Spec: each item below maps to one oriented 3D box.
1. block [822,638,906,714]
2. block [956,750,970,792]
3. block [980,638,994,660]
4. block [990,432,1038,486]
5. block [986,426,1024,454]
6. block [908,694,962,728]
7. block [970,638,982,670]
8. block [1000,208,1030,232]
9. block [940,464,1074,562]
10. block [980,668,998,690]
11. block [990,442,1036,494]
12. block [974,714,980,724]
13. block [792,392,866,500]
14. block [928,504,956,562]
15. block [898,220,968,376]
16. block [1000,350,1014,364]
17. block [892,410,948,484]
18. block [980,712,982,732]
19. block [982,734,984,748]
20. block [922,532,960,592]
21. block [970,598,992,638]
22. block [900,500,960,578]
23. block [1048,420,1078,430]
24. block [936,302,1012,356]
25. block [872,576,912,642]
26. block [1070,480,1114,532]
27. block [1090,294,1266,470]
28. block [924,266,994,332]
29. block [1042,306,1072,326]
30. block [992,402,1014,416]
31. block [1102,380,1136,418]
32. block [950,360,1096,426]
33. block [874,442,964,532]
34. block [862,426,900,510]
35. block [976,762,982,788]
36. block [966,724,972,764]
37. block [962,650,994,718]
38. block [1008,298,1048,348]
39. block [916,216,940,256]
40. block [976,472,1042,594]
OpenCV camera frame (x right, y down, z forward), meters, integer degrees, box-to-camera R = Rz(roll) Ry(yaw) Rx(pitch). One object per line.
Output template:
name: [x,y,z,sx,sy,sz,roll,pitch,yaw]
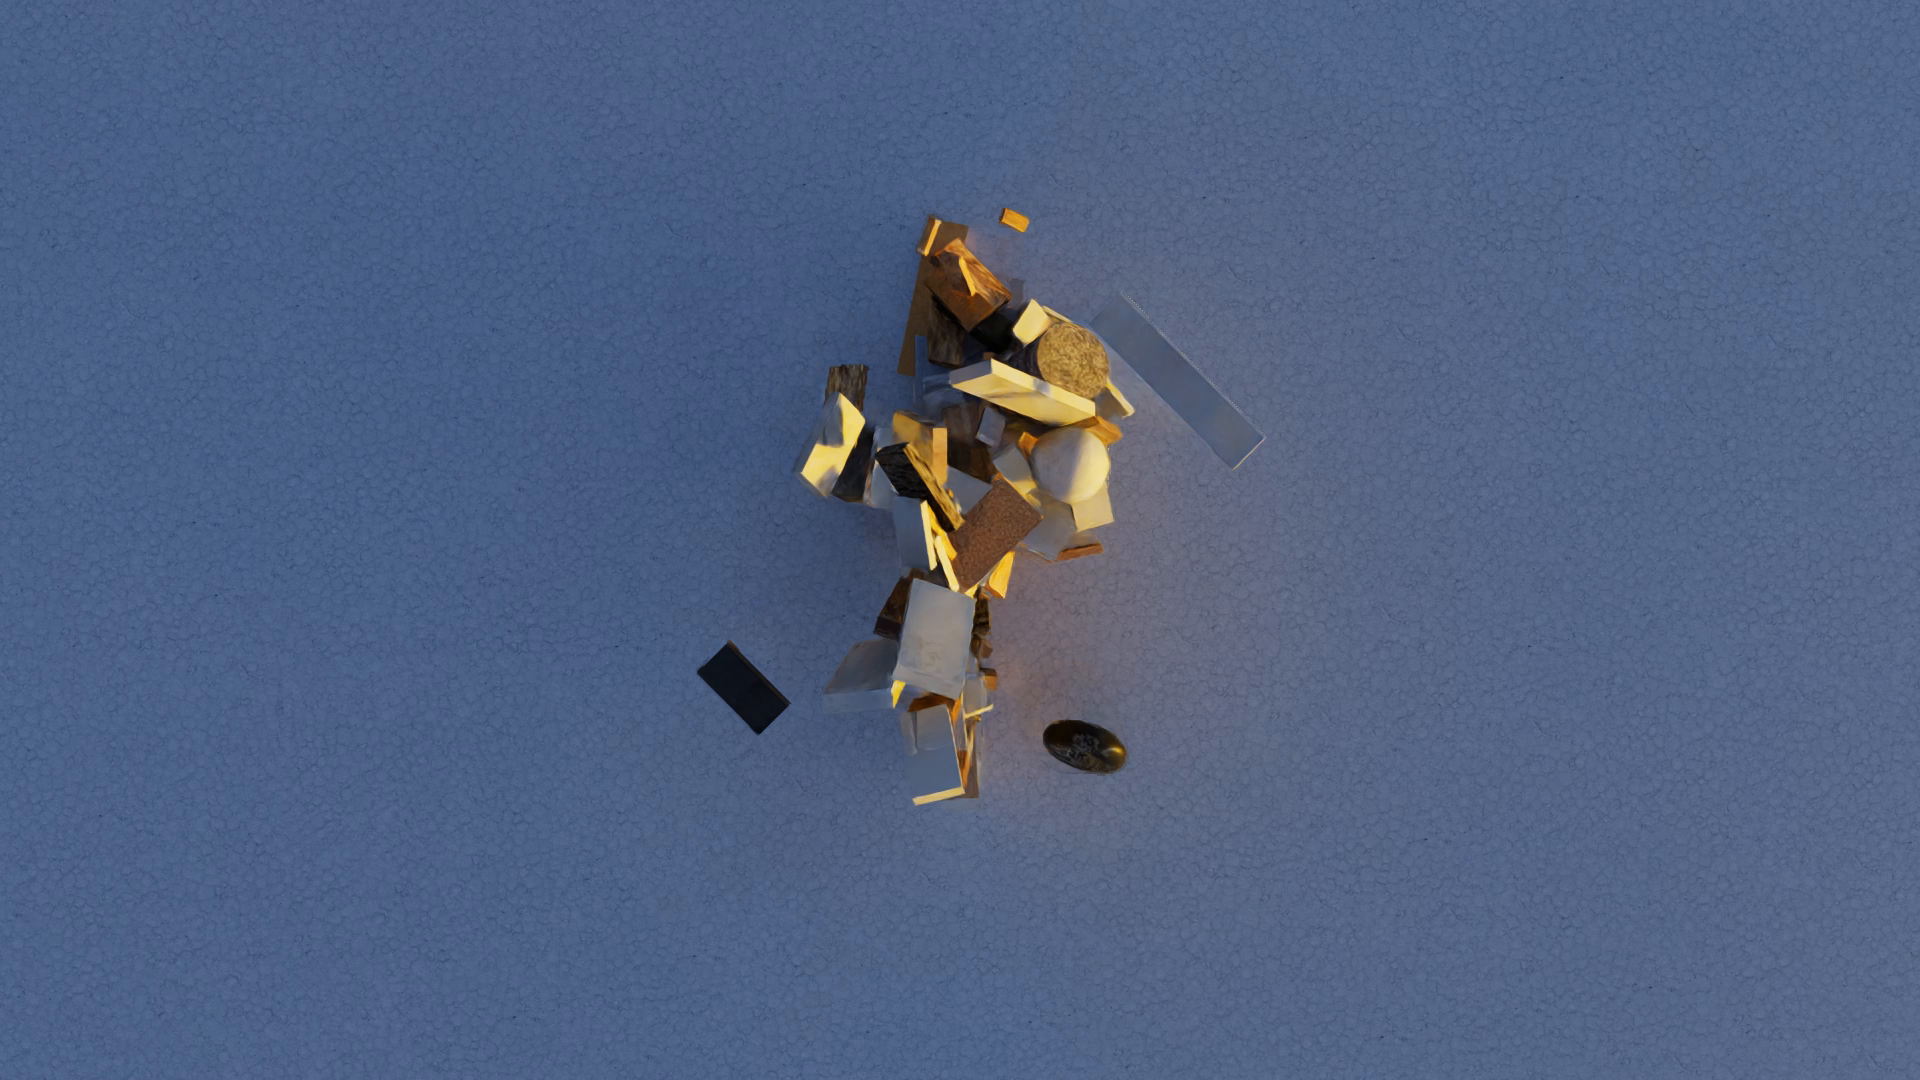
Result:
block: [-0.220,0.336,4.197,0.169,0.520,0.048,-6,100,7]
block: [-0.044,0.579,4.080,0.121,0.242,0.034,-10,99,5]
block: [0.042,0.330,5.369,0.130,0.260,0.037,30,91,0]
block: [0.179,-0.224,5.368,0.091,0.026,0.306,31,56,1]
block: [0.148,-0.319,5.363,0.077,0.155,0.022,17,124,13]
block: [-0.068,0.439,4.200,0.121,0.242,0.034,-10,97,6]
block: [-0.006,0.362,5.042,0.134,0.318,0.038,-1,101,3]
block: [0.180,-1.060,5.470,0.096,0.014,0.048,18,90,-30]
block: [0.121,-0.089,5.241,0.467,0.036,0.129,26,73,2]
block: [0.040,0.445,5.348,0.152,0.304,0.043,6,90,0]
block: [0.181,-0.224,5.238,0.091,0.026,0.182,-31,131,12]
block: [-0.013,0.517,4.719,0.123,0.246,0.035,-21,79,1]
block: [-0.380,-0.274,4.790,0.040,0.140,0.280,7,63,36]
block: [-0.086,-0.026,4.333,0.027,0.095,0.190,-52,134,-26]
block: [-0.090,-0.798,5.481,0.132,0.037,0.524,12,90,0]
block: [0.216,-0.519,5.372,0.109,0.031,0.218,-10,71,-32]
block: [-0.116,-0.264,4.646,0.043,0.307,0.153,-4,105,-23]
block: [-0.002,0.532,5.018,0.134,0.267,0.038,0,98,0]
block: [0.011,0.599,5.036,0.117,0.233,0.033,1,91,0]
block: [-0.072,0.051,4.369,0.095,0.221,0.027,22,58,33]
block: [0.002,0.245,5.023,0.177,0.354,0.050,-10,97,2]
block: [-0.087,0.036,4.673,0.140,0.040,0.378,-1,48,9]
block: [0.319,-0.510,5.442,0.125,0.035,0.347,-15,80,-11]
block: [0.055,-0.731,5.416,0.265,0.037,0.132,36,46,-12]
block: [-0.109,0.193,4.293,0.169,0.338,0.048,18,107,3]
block: [0.420,-0.153,5.417,0.125,0.035,0.249,-15,123,0]
block: [0.642,-0.472,4.899,0.131,0.037,0.612,-45,82,10]
block: [-0.005,-0.786,5.318,0.109,0.031,0.218,-42,87,-8]
block: [0.307,-0.733,5.457,0.112,0.056,0.016,25,63,-16]
block: [0.169,-0.483,5.361,0.077,0.022,0.155,34,54,-11]
block: [0.497,-0.490,5.446,0.023,0.081,0.196,-43,82,22]
block: [0.194,-0.436,4.942,0.153,0.526,0.043,-13,72,37]
block: [-0.107,-0.133,4.301,0.037,0.131,0.262,-46,112,-31]
block: [-0.228,-0.226,5.281,0.129,0.036,0.257,9,92,-32]
block: [-0.002,0.675,4.742,0.123,0.285,0.035,0,91,1]
block: [-0.027,0.551,4.417,0.117,0.282,0.033,-7,97,2]
block: [-0.006,0.370,4.497,0.117,0.033,0.233,-20,68,-4]
block: [0.220,-0.701,5.364,0.081,0.023,0.162,48,54,-23]
block: [-0.096,-0.920,4.996,0.016,0.056,0.112,15,105,-29]
block: [0.090,-0.026,5.275,0.177,0.050,0.390,34,58,3]
